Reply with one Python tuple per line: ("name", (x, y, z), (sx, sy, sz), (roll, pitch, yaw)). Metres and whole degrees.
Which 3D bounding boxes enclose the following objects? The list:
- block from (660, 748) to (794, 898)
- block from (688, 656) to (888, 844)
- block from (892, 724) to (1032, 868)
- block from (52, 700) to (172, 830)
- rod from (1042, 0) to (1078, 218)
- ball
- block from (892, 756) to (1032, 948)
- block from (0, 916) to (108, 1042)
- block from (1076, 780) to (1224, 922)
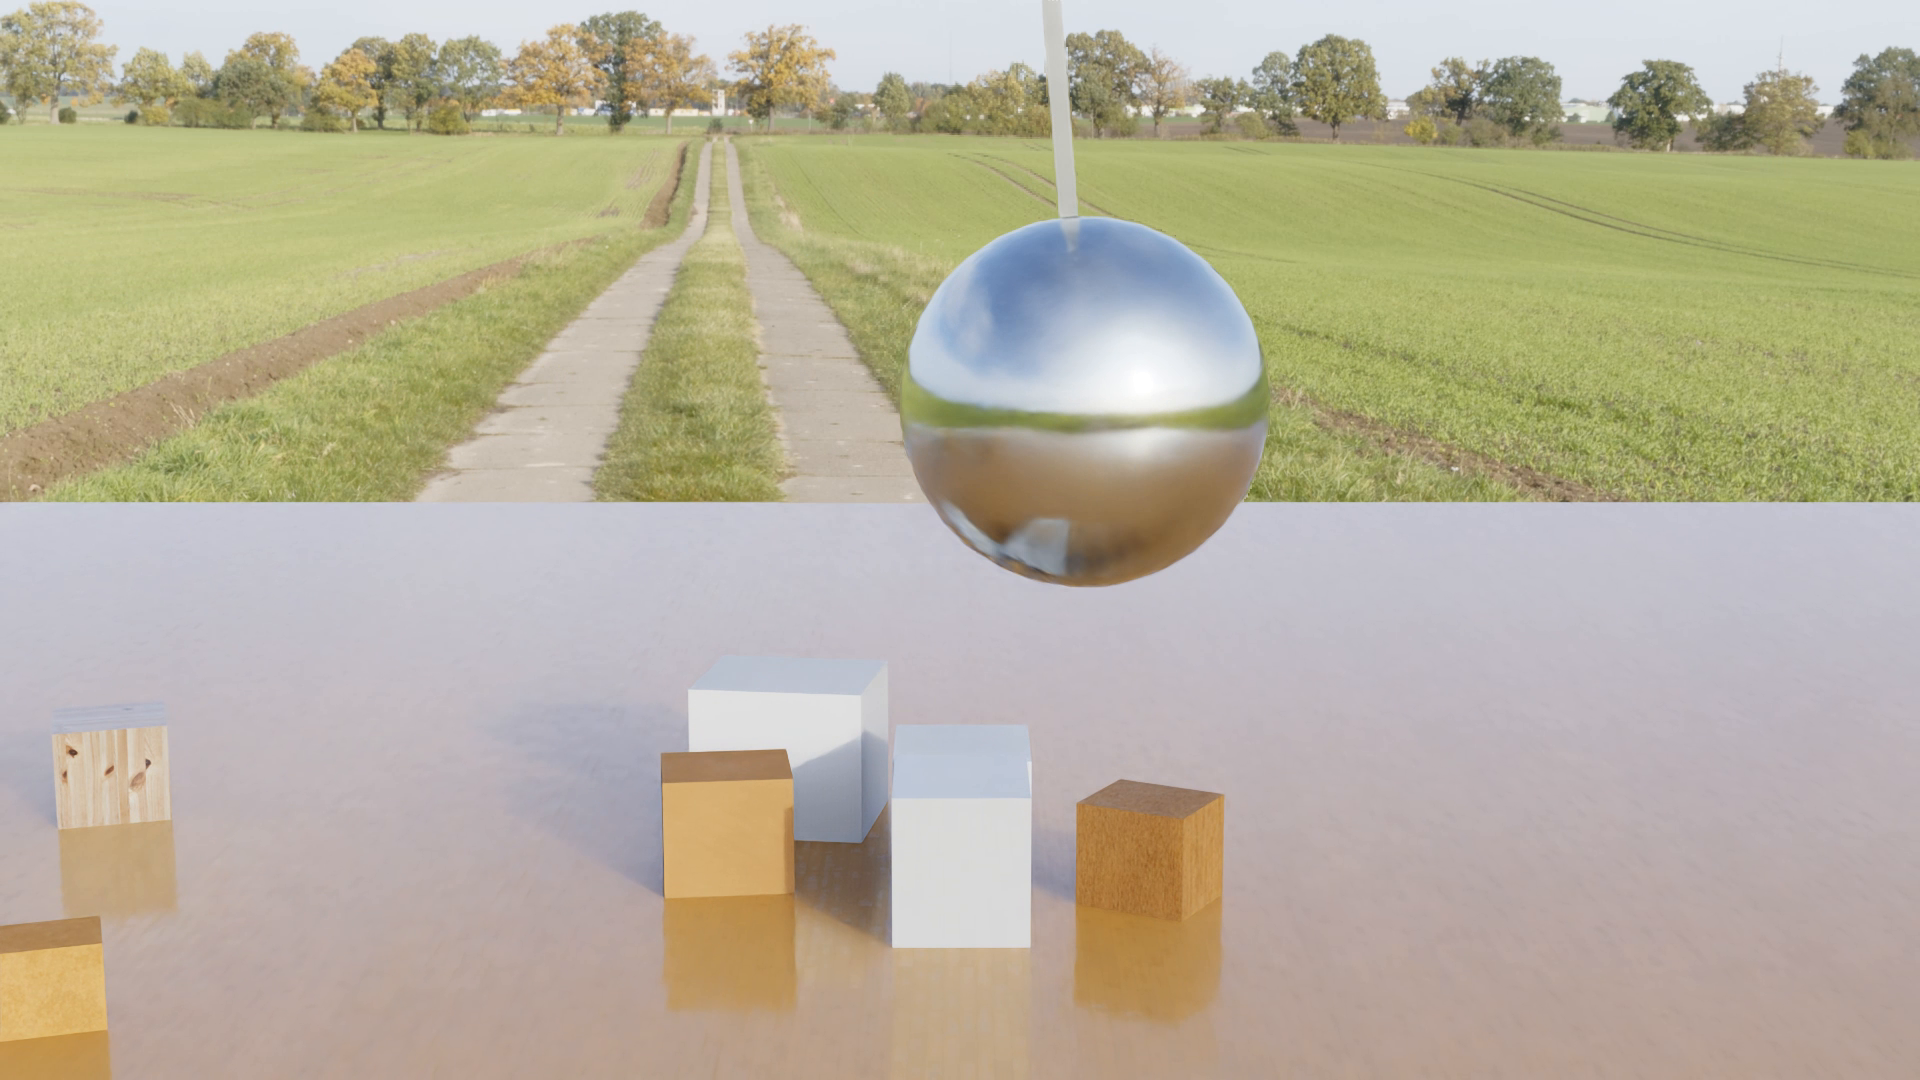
("block", (-1.028, 1.242, 11.300), (0.561, 0.513, 0.505), (-1, 10, -7))
("block", (-0.803, 0.982, 12.205), (0.810, 0.701, 0.722), (1, 10, 8))
("block", (0.009, 1.188, 11.365), (0.596, 0.597, 0.635), (0, 10, 0))
("block", (-4.082, 1.077, 12.356), (0.517, 0.460, 0.519), (-3, 11, -18))
("rod", (0.232, -3.926, 10.466), (0.080, 5.200, 0.080), (-5, 10, 1))
("ball", (0.535, -0.594, 11.072), (1.600, 1.600, 1.600), (0, 10, 0))
("block", (0.004, 1.291, 10.711), (0.562, 0.628, 0.660), (0, 10, 0))
("block", (-3.420, 1.640, 9.607), (0.407, 0.335, 0.337), (-4, 11, -19))
("block", (0.817, 1.327, 11.016), (0.496, 0.448, 0.432), (6, 12, 28))
